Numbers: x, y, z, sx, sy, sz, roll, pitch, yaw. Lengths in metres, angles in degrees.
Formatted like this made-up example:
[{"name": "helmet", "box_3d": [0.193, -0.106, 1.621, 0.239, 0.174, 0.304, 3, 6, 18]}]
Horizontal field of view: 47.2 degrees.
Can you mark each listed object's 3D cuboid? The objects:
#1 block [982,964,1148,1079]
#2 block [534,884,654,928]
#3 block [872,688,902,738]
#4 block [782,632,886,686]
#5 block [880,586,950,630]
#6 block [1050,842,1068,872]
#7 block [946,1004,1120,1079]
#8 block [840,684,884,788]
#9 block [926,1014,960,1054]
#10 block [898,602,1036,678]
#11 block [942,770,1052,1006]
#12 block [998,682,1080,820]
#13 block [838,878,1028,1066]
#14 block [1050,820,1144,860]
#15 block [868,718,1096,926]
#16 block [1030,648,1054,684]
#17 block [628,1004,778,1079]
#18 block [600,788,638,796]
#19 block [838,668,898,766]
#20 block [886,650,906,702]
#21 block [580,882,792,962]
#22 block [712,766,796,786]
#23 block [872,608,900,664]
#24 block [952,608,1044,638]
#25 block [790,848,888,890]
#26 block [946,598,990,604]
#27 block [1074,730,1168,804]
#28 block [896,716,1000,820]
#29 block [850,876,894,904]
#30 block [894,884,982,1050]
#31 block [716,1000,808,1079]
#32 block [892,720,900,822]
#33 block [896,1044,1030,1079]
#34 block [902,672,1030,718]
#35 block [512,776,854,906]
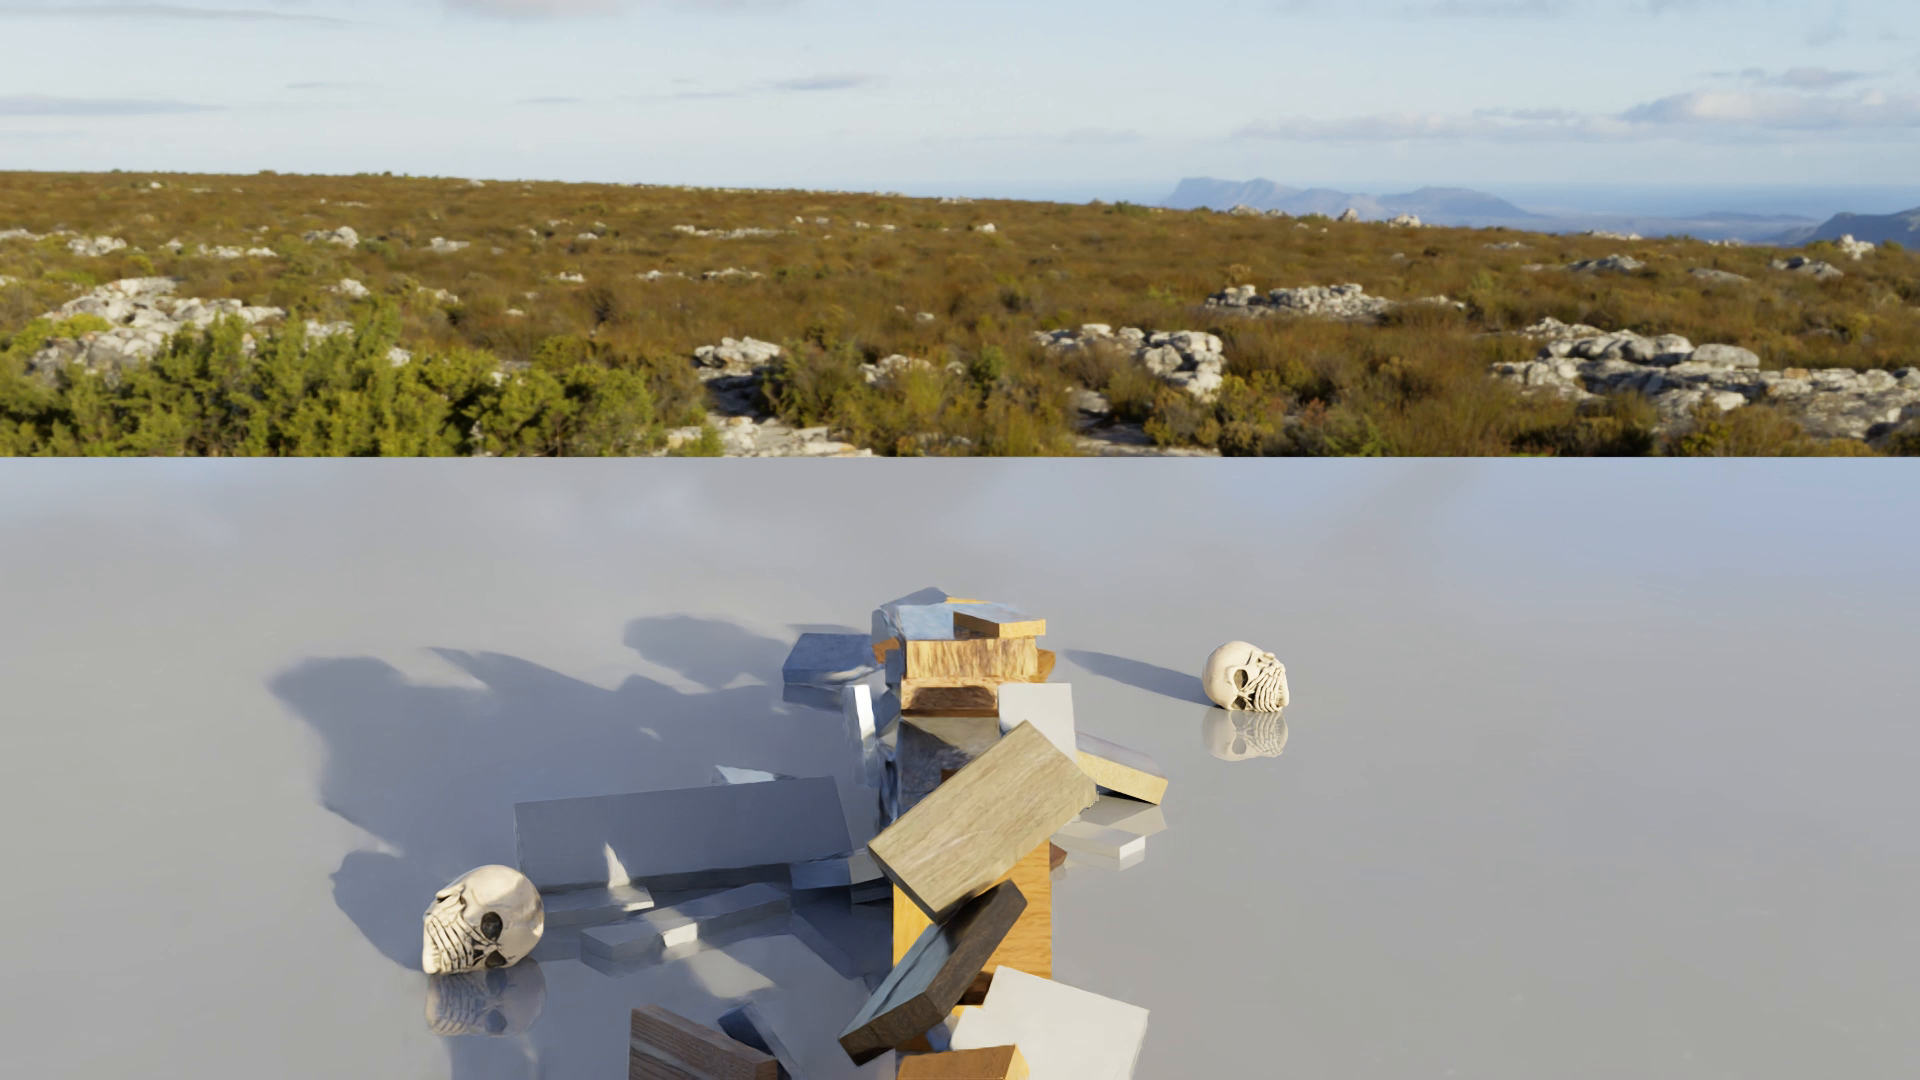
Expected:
[{"name": "block", "box_3d": [0.070, 0.646, 2.376, 0.176, 0.050, 0.353, 15, 52, 12]}, {"name": "block", "box_3d": [-0.596, 0.594, 3.576, 0.181, 0.026, 0.090, -3, 11, -17]}, {"name": "block", "box_3d": [-0.048, 0.249, 3.774, 0.156, 0.044, 0.312, -20, -15, -31]}, {"name": "block", "box_3d": [-0.248, 0.276, 5.073, 0.292, 0.041, 0.146, 1, 32, 18]}, {"name": "block", "box_3d": [-0.084, 0.146, 4.538, 0.121, 0.034, 0.243, -21, 9, -9]}, {"name": "block", "box_3d": [0.112, 0.547, 3.762, 0.081, 0.023, 0.161, 29, 22, 22]}, {"name": "block", "box_3d": [0.022, 0.676, 2.279, 0.176, 0.050, 0.353, 18, 57, 14]}, {"name": "block", "box_3d": [-0.131, 0.261, 2.925, 0.019, 0.135, 0.067, -8, -2, -19]}, {"name": "block", "box_3d": [0.040, 0.674, 2.827, 0.137, 0.039, 0.274, 24, -3, -7]}, {"name": "block", "box_3d": [0.004, 0.135, 3.012, 0.168, 0.048, 0.336, -1, 6, -4]}, {"name": "block", "box_3d": [0.042, 0.415, 2.641, 0.131, 0.281, 0.037, 0, -25, -1]}, {"name": "block", "box_3d": [0.095, 0.258, 2.684, 0.090, 0.026, 0.181, -1, 53, -2]}, {"name": "block", "box_3d": [-0.026, 0.476, 2.440, 0.131, 0.037, 0.261, -35, 3, 29]}, {"name": "block", "box_3d": [0.240, 0.532, 3.919, 0.161, 0.023, 0.081, 8, 14, 36]}, {"name": "block", "box_3d": [0.027, 0.331, 2.592, 0.248, 0.035, 0.124, -36, 57, -20]}, {"name": "block", "box_3d": [0.083, 0.282, 5.037, 0.243, 0.034, 0.121, 11, 36, 17]}, {"name": "block", "box_3d": [-0.331, 0.687, 2.798, 0.248, 0.124, 0.035, 10, 9, 44]}, {"name": "block", "box_3d": [-0.542, 0.517, 3.925, 0.350, 0.050, 0.175, 8, 13, 37]}, {"name": "block", "box_3d": [-0.072, 0.338, 3.957, 0.156, 0.044, 0.491, -22, 23, -13]}, {"name": "block", "box_3d": [-0.015, 0.201, 3.247, 0.168, 0.048, 0.362, -1, -8, 1]}, {"name": "block", "box_3d": [-0.433, 0.607, 3.507, 0.344, 0.026, 0.090, -9, 14, -41]}, {"name": "block", "box_3d": [-0.350, 0.472, 4.020, 0.156, 0.044, 0.312, 9, 2, -16]}, {"name": "block", "box_3d": [-0.110, 0.180, 4.630, 0.146, 0.041, 0.361, -19, 9, 1]}, {"name": "block", "box_3d": [0.051, 0.110, 2.930, 0.067, 0.019, 0.135, -4, 7, -26]}, {"name": "block", "box_3d": [-0.118, 0.533, 3.685, 0.304, 0.043, 0.152, -6, -6, -44]}, {"name": "block", "box_3d": [0.005, 0.166, 3.554, 0.070, 0.140, 0.020, 5, -15, 14]}, {"name": "block", "box_3d": [0.212, 0.404, 4.203, 0.350, 0.050, 0.175, 19, 7, -10]}, {"name": "block", "box_3d": [0.007, 0.305, 2.886, 0.176, 0.050, 0.353, 0, 11, -1]}, {"name": "block", "box_3d": [-0.020, 0.555, 3.656, 0.325, 0.020, 0.070, -10, 11, -1]}, {"name": "block", "box_3d": [-0.003, 0.535, 3.007, 0.173, 0.347, 0.049, 0, 20, 0]}, {"name": "block", "box_3d": [-0.255, 0.665, 2.859, 0.019, 0.135, 0.068, -38, 4, -41]}, {"name": "block", "box_3d": [-0.003, 0.322, 3.060, 0.173, 0.049, 0.346, 0, 11, 0]}, {"name": "block", "box_3d": [-0.027, 0.612, 2.165, 0.130, 0.037, 0.261, -13, 29, 25]}, {"name": "block", "box_3d": [0.004, 0.221, 3.046, 0.168, 0.048, 0.336, 0, -8, -1]}, {"name": "block", "box_3d": [-0.467, 0.506, 3.728, 0.553, 0.050, 0.175, -3, 46, -17]}]
